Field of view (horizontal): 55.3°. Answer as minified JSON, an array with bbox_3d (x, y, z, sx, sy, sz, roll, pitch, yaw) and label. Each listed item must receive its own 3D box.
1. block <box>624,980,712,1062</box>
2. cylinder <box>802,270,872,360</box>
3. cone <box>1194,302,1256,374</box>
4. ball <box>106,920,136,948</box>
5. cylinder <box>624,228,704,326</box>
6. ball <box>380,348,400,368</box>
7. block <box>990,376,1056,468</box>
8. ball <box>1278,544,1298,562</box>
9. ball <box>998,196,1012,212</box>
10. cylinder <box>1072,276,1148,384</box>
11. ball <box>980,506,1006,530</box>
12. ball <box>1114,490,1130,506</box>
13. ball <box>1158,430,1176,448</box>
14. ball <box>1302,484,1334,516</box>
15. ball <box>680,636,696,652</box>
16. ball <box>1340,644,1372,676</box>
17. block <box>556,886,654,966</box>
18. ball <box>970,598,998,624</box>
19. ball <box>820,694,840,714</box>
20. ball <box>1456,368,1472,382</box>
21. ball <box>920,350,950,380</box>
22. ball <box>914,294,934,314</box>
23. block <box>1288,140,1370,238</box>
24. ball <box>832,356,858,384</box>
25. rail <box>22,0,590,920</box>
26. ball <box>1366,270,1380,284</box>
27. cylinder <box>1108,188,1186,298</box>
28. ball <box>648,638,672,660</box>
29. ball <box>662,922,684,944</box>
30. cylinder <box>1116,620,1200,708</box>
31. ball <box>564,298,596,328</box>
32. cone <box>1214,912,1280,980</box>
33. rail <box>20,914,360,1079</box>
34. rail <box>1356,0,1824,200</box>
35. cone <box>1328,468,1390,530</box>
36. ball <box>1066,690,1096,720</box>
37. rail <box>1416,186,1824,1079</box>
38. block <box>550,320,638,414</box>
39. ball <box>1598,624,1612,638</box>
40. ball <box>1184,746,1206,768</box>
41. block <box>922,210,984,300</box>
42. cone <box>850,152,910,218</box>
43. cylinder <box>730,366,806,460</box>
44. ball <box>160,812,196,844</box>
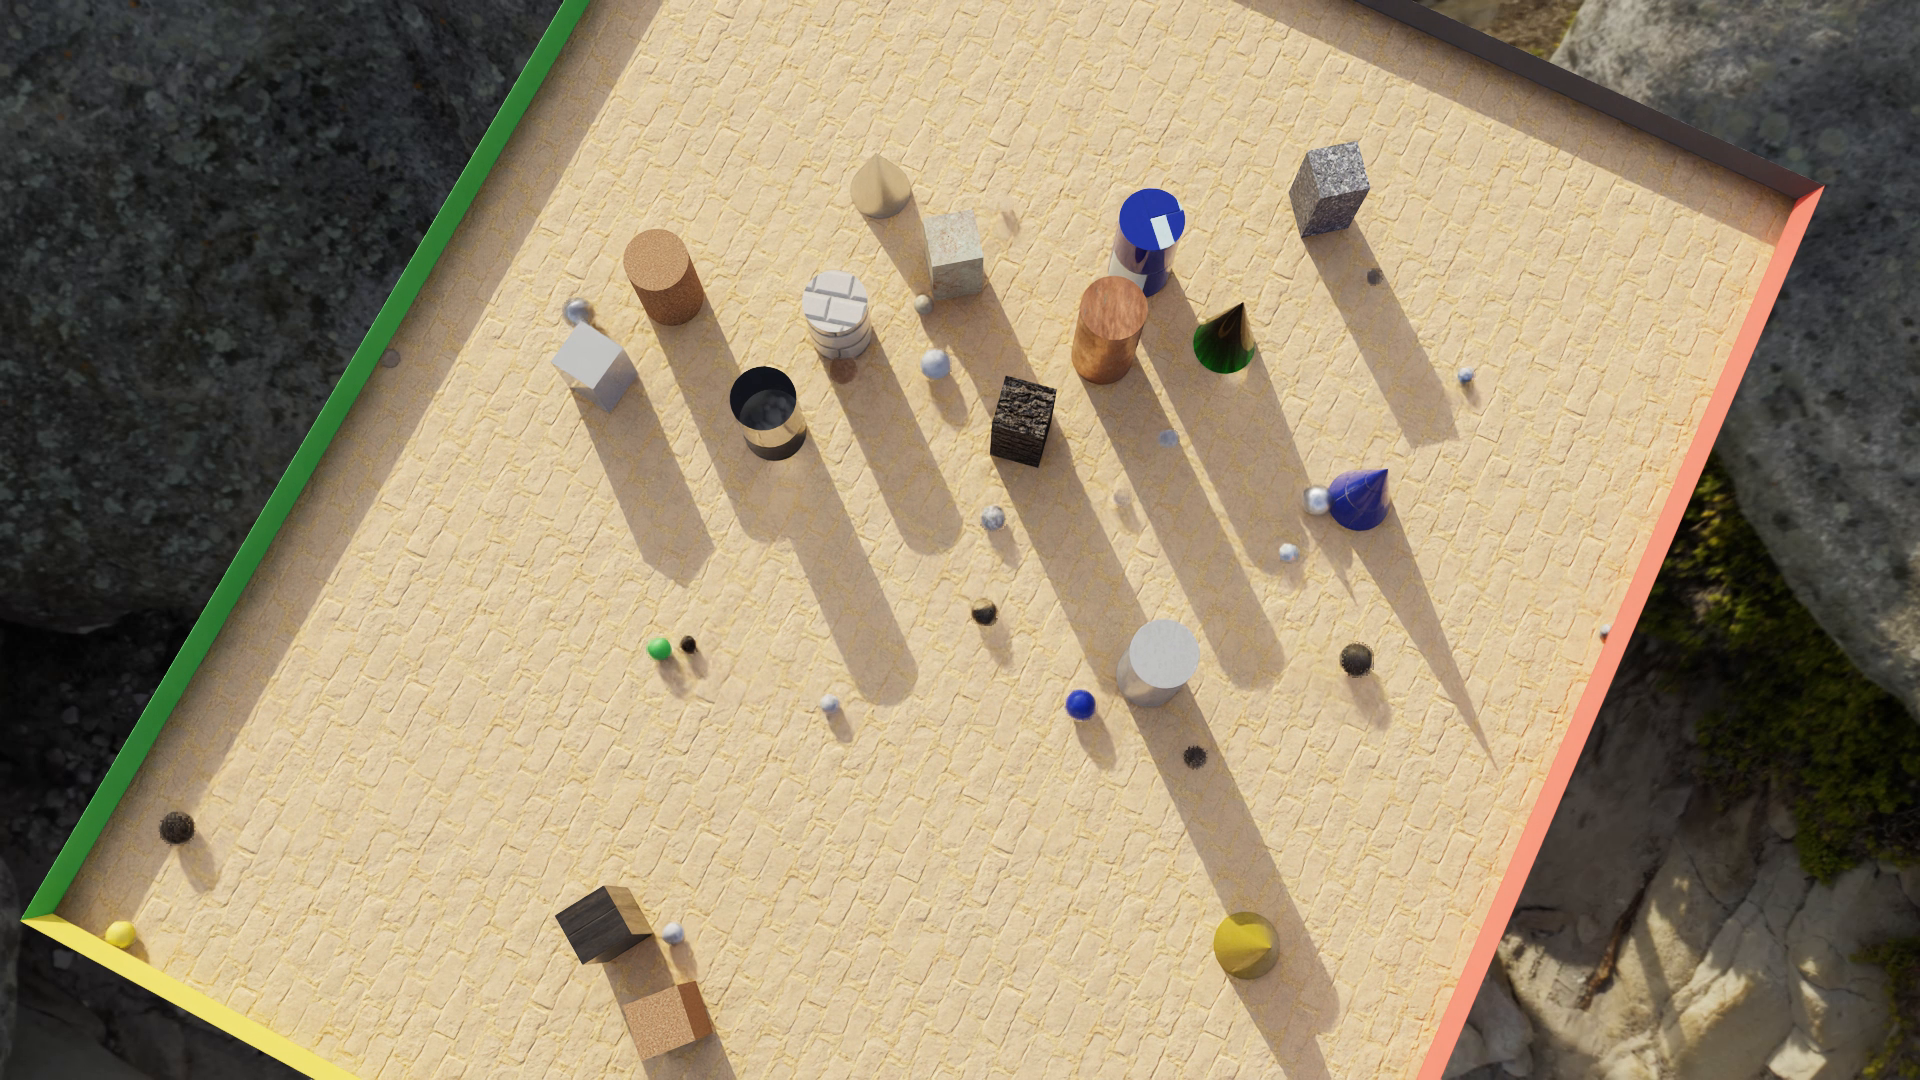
[{"bbox_3d":[-0.818,1.348,5.154,0.156,0.359,0.156,-20,79,-4],"label":"block"},{"bbox_3d":[-0.373,-0.683,5.608,0.195,0.293,0.195,0,78,0],"label":"cylinder"},{"bbox_3d":[0.828,-0.655,5.548,0.195,0.401,0.195,0,78,0],"label":"cone"},{"bbox_3d":[-2.445,1.149,5.339,0.078,0.078,0.078,0,78,0],"label":"ball"},{"bbox_3d":[-0.905,-0.801,5.614,0.195,0.330,0.195,0,78,0],"label":"cylinder"},{"bbox_3d":[-1.773,-0.565,5.702,0.061,0.061,0.061,0,78,0],"label":"ball"},{"bbox_3d":[0.188,-0.352,5.511,0.156,0.349,0.156,15,79,3],"label":"block"},{"bbox_3d":[0.999,0.039,5.580,0.055,0.055,0.055,0,78,0],"label":"ball"},{"bbox_3d":[0.144,-1.066,5.814,0.046,0.046,0.046,0,78,0],"label":"ball"},{"bbox_3d":[0.445,-0.625,5.515,0.195,0.452,0.195,0,78,0],"label":"cylinder"},{"bbox_3d":[0.101,-0.069,5.593,0.074,0.074,0.074,0,78,0],"label":"ball"},{"bbox_3d":[0.496,-0.129,5.617,0.052,0.052,0.052,0,78,0],"label":"ball"},{"bbox_3d":[0.640,-0.312,5.652,0.058,0.058,0.058,0,78,0],"label":"ball"},{"bbox_3d":[1.091,-0.123,5.593,0.095,0.095,0.095,0,78,0],"label":"ball"},{"bbox_3d":[-0.820,0.314,5.526,0.051,0.051,0.051,0,78,0],"label":"ball"},{"bbox_3d":[1.187,0.358,5.493,0.097,0.097,0.097,0,78,0],"label":"ball"},{"bbox_3d":[-1.004,1.092,5.199,0.156,0.375,0.156,-31,80,-6],"label":"block"},{"bbox_3d":[0.072,0.216,5.531,0.080,0.080,0.080,0,78,0],"label":"ball"},{"bbox_3d":[-0.390,0.491,5.485,0.060,0.060,0.060,0,78,0],"label":"ball"},{"bbox_3d":[1.570,-0.513,5.698,0.048,0.048,0.048,0,78,0],"label":"ball"},{"bbox_3d":[-0.078,-0.544,5.682,0.092,0.092,0.092,0,78,0],"label":"ball"},{"bbox_3d":[-0.113,-0.737,5.736,0.064,0.064,0.064,0,78,0],"label":"ball"},{"bbox_3d":[1.140,-1.082,5.674,0.156,0.327,0.156,-12,79,-2],"label":"block"},{"bbox_3d":[-0.359,-0.527,5.684,0.081,0.081,0.081,0,78,0],"label":"ball"},{"bbox_3d":[-1.689,-0.820,5.721,0.045,0.127,4.422,26,80,5],"label":"rail"},{"bbox_3d":[1.302,-0.828,5.766,0.043,0.043,0.043,0,78,0],"label":"ball"},{"bbox_3d":[0.565,-0.899,5.588,0.195,0.420,0.195,0,78,0],"label":"cylinder"},{"bbox_3d":[-0.903,0.328,5.513,0.069,0.069,0.069,0,78,0],"label":"ball"},{"bbox_3d":[-0.838,1.149,5.347,0.063,0.063,0.063,0,78,0],"label":"ball"},{"bbox_3d":[0.568,0.362,5.309,0.195,0.455,0.195,0,78,0],"label":"cylinder"},{"bbox_3d":[-1.187,-0.706,5.713,0.097,0.097,0.097,0,78,0],"label":"ball"},{"bbox_3d":[0.840,1.145,5.160,0.195,0.429,0.195,0,78,0],"label":"cone"},{"bbox_3d":[-0.978,1.923,5.153,3.824,0.127,0.045,26,80,5],"label":"rail"},{"bbox_3d":[0.978,-1.909,5.946,3.824,0.127,0.045,26,80,5],"label":"rail"},{"bbox_3d":[1.227,-0.164,5.446,0.195,0.399,0.195,0,78,0],"label":"cone"},{"bbox_3d":[0.360,0.490,5.468,0.091,0.091,0.091,0,78,0],"label":"ball"},{"bbox_3d":[1.689,0.834,5.378,0.045,0.127,4.422,26,80,5],"label":"rail"},{"bbox_3d":[-1.112,-0.526,5.591,0.156,0.263,0.156,33,80,6],"label":"block"},{"bbox_3d":[1.954,0.276,5.537,0.044,0.044,0.044,0,78,0],"label":"ball"},{"bbox_3d":[0.698,0.644,5.451,0.064,0.064,0.064,0,78,0],"label":"ball"},{"bbox_3d":[-0.021,-0.874,5.639,0.156,0.310,0.156,-11,79,-2],"label":"block"},{"bbox_3d":[-0.254,-1.146,5.703,0.195,0.295,0.195,0,78,0],"label":"cone"},{"bbox_3d":[-0.573,-0.376,5.511,0.195,0.360,0.195,0,78,0],"label":"cylinder"},{"bbox_3d":[-2.302,0.846,5.393,0.094,0.094,0.094,0,78,0],"label":"ball"}]
